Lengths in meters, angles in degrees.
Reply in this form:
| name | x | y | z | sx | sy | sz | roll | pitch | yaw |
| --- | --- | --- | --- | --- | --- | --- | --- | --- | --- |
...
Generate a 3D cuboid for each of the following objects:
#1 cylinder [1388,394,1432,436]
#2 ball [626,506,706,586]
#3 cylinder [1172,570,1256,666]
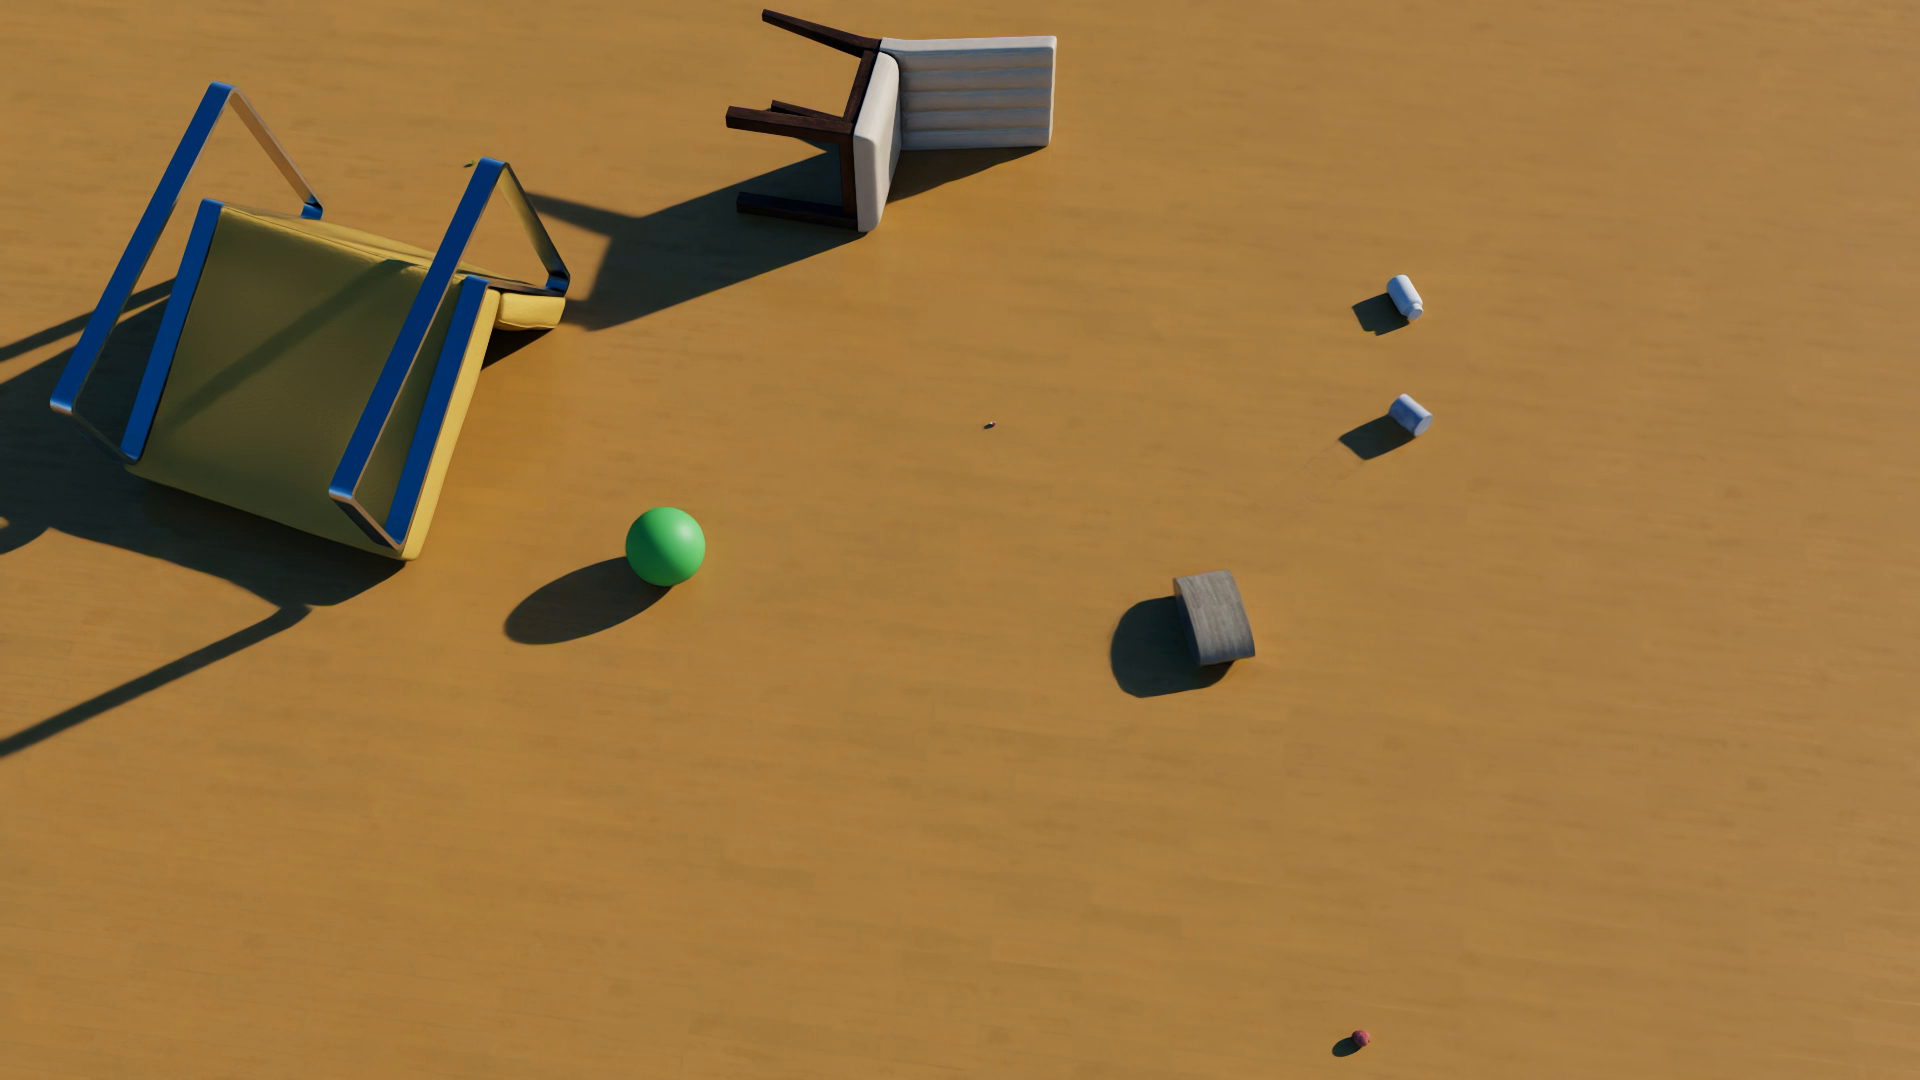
| name | x | y | z | sx | sy | sz | roll | pitch | yaw |
| --- | --- | --- | --- | --- | --- | --- | --- | --- | --- |
| cylinder | 1.388 | -0.384 | 6.774 | 0.083 | 0.096 | 0.107 | -44 | 65 | -6 |
| ball | -0.860 | 0.020 | 6.421 | 0.232 | 0.232 | 0.232 | 0 | 56 | 0 |
| cylinder | 0.732 | 0.224 | 6.354 | 0.163 | 0.114 | 0.308 | -9 | 53 | -6 |
